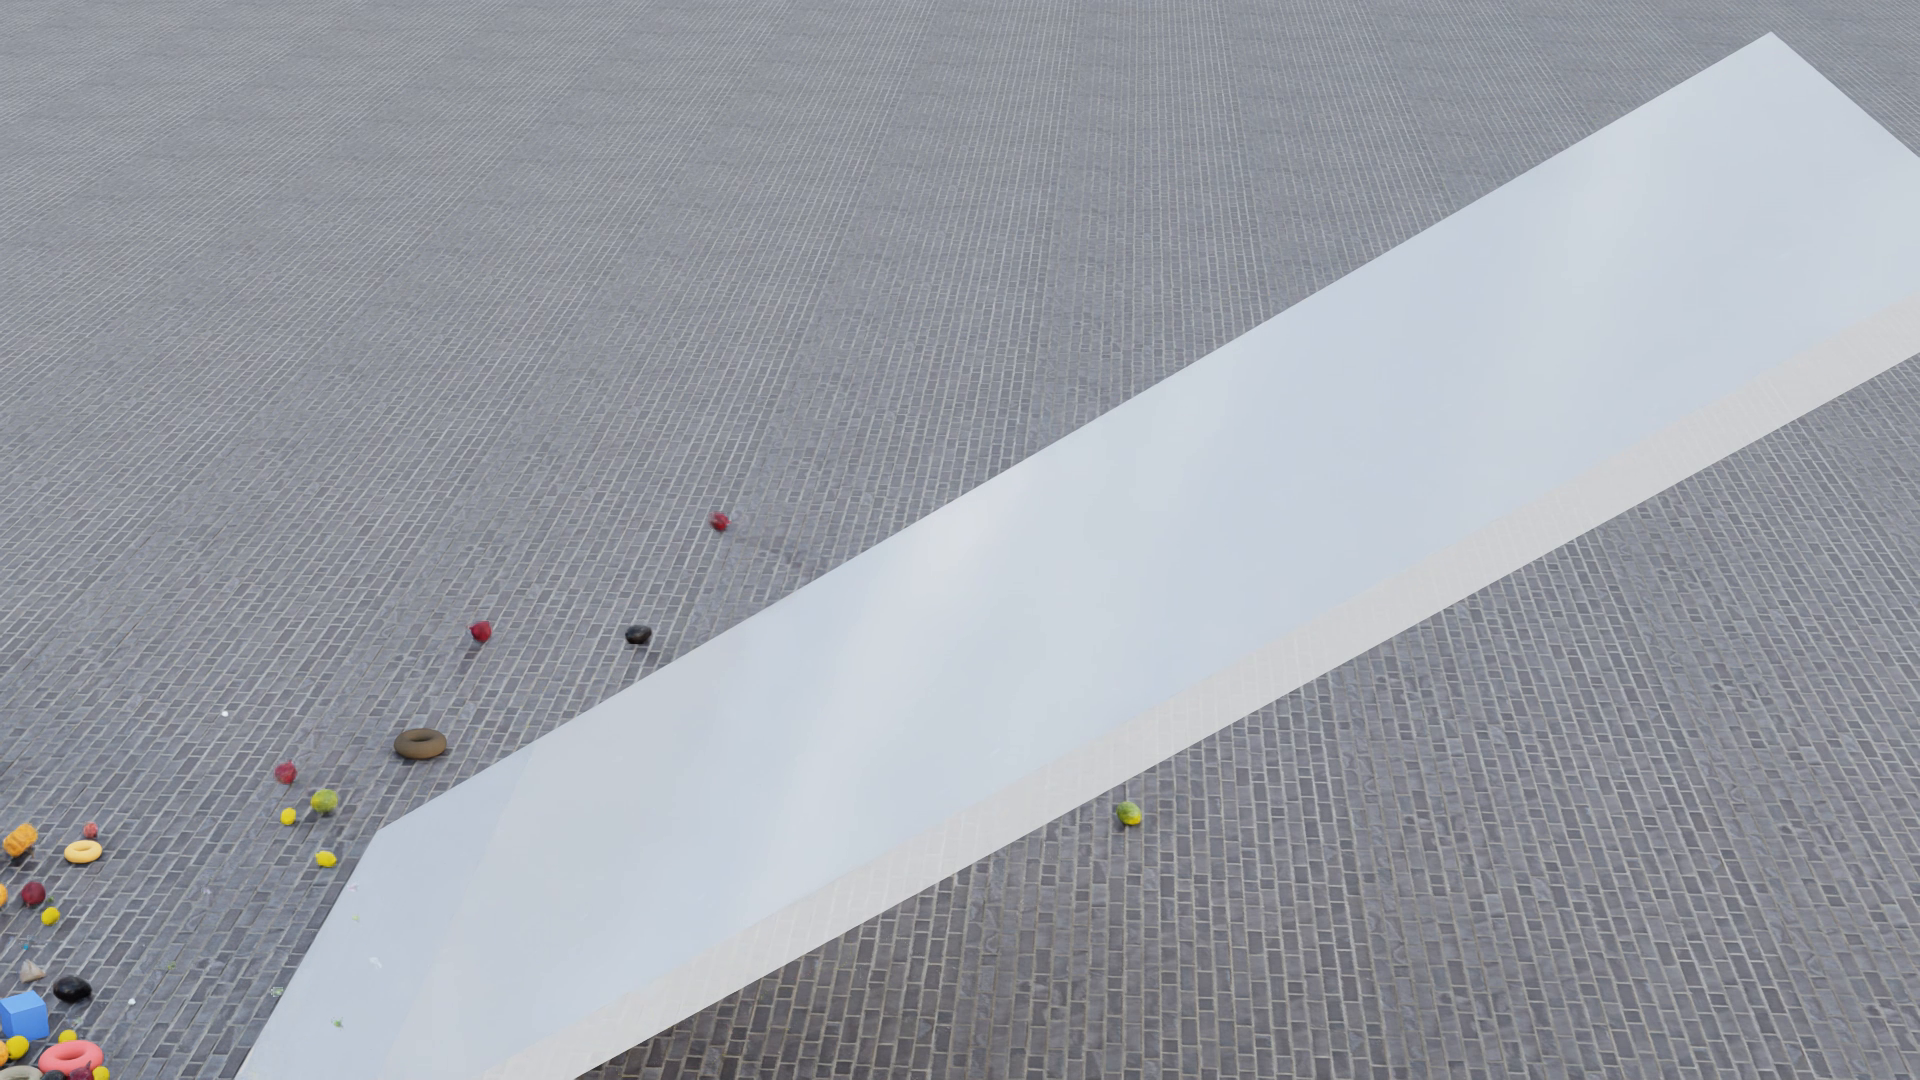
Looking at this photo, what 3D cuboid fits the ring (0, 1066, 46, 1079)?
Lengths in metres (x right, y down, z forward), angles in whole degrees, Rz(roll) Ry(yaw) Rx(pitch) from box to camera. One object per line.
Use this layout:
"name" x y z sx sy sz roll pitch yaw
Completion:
"ring" -2.107 1.216 6.573 0.123 0.041 0.123 0 21 0

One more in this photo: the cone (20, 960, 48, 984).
"cone" -2.223 1.044 7.080 0.058 0.058 0.058 19 6 -34

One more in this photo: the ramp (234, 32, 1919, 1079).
"ramp" 0.141 0.169 6.290 4.000 0.100 2.000 -30 15 13

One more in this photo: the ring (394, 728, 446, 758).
"ring" -1.533 0.579 8.357 0.148 0.049 0.148 1 19 0

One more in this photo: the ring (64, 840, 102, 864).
"ring" -2.299 0.817 7.710 0.096 0.032 0.096 1 21 0

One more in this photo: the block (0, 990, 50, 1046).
"block" -2.169 1.107 6.817 0.082 0.082 0.082 -14 24 -34

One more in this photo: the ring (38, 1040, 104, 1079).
"ring" -2.015 1.180 6.665 0.143 0.048 0.143 -1 18 0
